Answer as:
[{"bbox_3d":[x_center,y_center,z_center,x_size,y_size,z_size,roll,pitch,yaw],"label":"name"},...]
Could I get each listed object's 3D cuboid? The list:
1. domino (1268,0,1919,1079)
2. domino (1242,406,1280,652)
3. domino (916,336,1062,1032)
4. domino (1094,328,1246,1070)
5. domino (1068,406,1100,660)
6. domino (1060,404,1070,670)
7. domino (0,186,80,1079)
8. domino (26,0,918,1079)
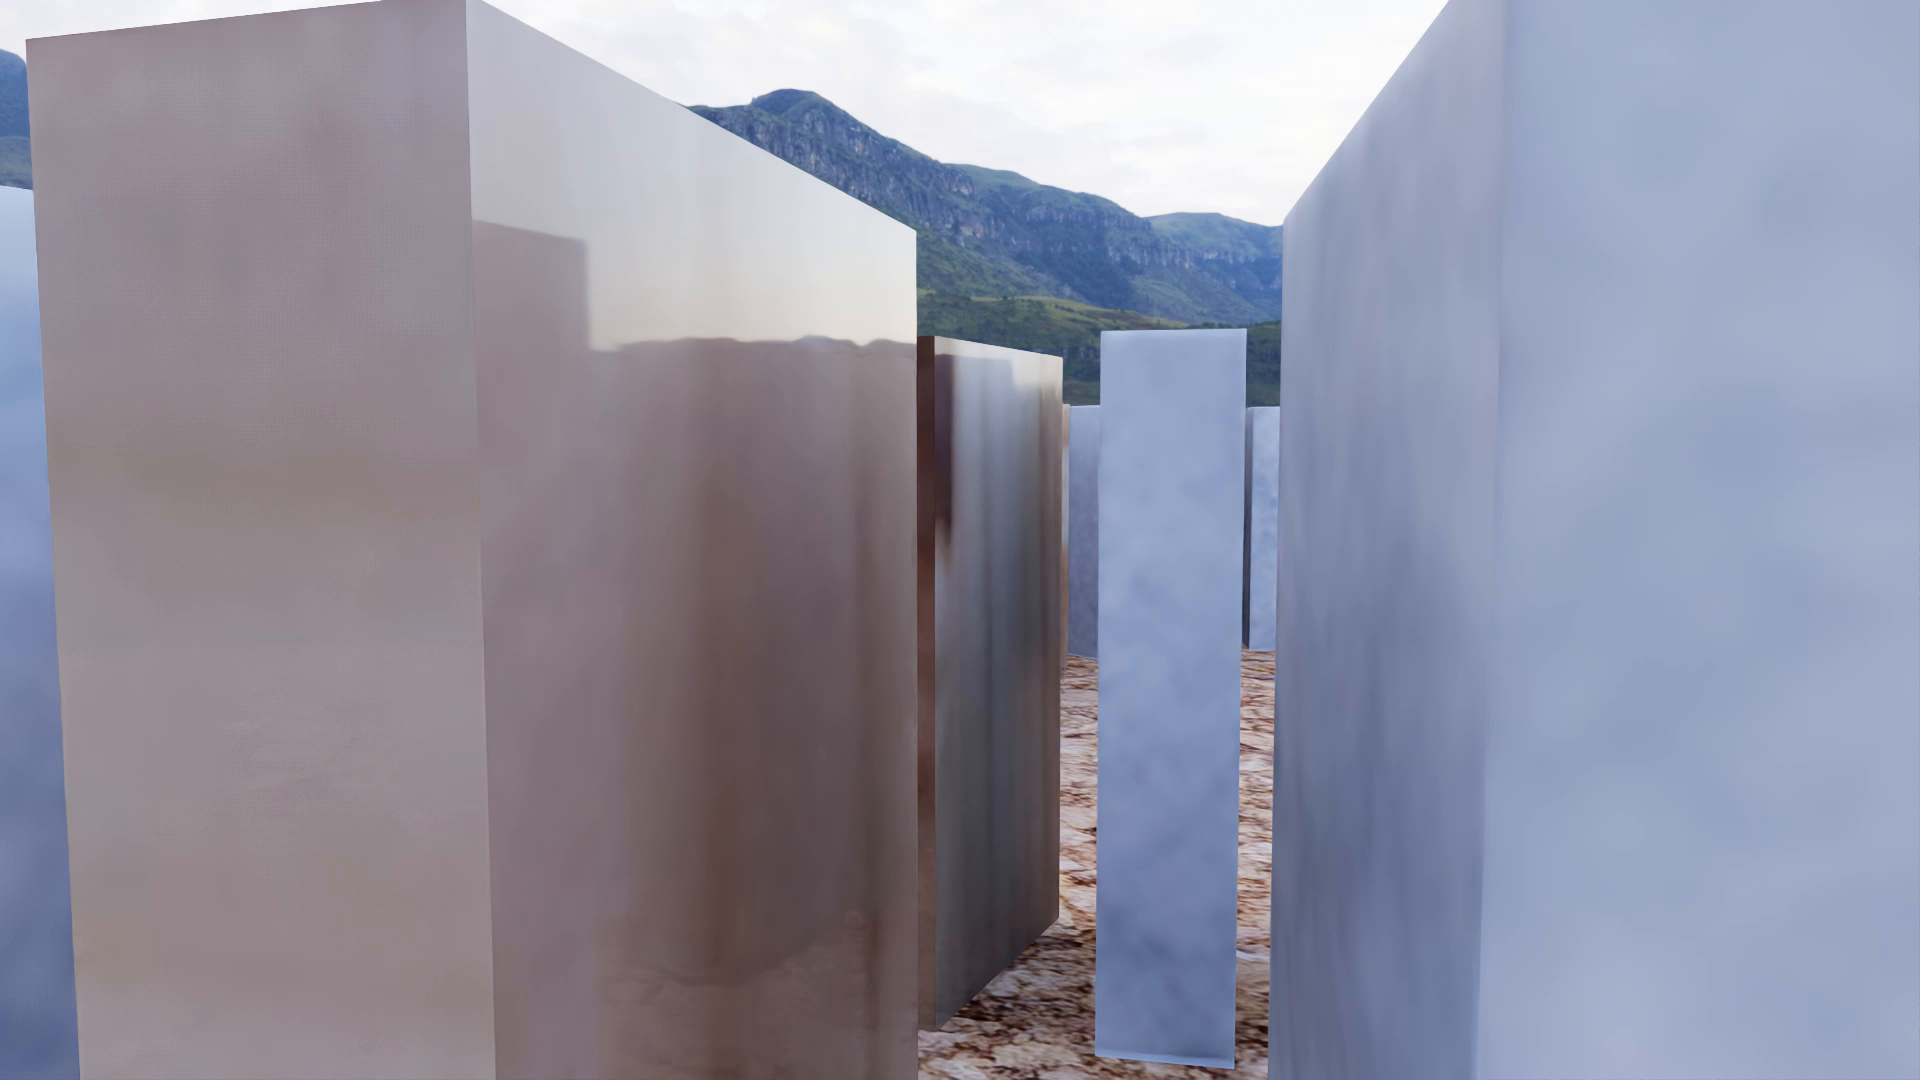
[{"bbox_3d":[0.014,0.015,0.032,0.010,0.050,0.025,1,4,7],"label":"domino"},{"bbox_3d":[0.065,-0.003,0.274,0.010,0.050,0.025,0,4,4],"label":"domino"},{"bbox_3d":[-0.001,0.010,0.104,0.010,0.050,0.025,2,5,25],"label":"domino"},{"bbox_3d":[0.017,0.010,0.099,0.009,0.050,0.025,1,4,12],"label":"domino"},{"bbox_3d":[0.025,-0.002,0.262,0.010,0.050,0.025,-3,5,-34],"label":"domino"},{"bbox_3d":[0.008,-0.001,0.246,0.025,0.050,0.010,3,5,38],"label":"domino"},{"bbox_3d":[-0.030,0.014,0.045,0.009,0.050,0.025,2,5,29],"label":"domino"},{"bbox_3d":[-0.009,0.015,0.036,0.010,0.050,0.025,1,4,15],"label":"domino"}]
